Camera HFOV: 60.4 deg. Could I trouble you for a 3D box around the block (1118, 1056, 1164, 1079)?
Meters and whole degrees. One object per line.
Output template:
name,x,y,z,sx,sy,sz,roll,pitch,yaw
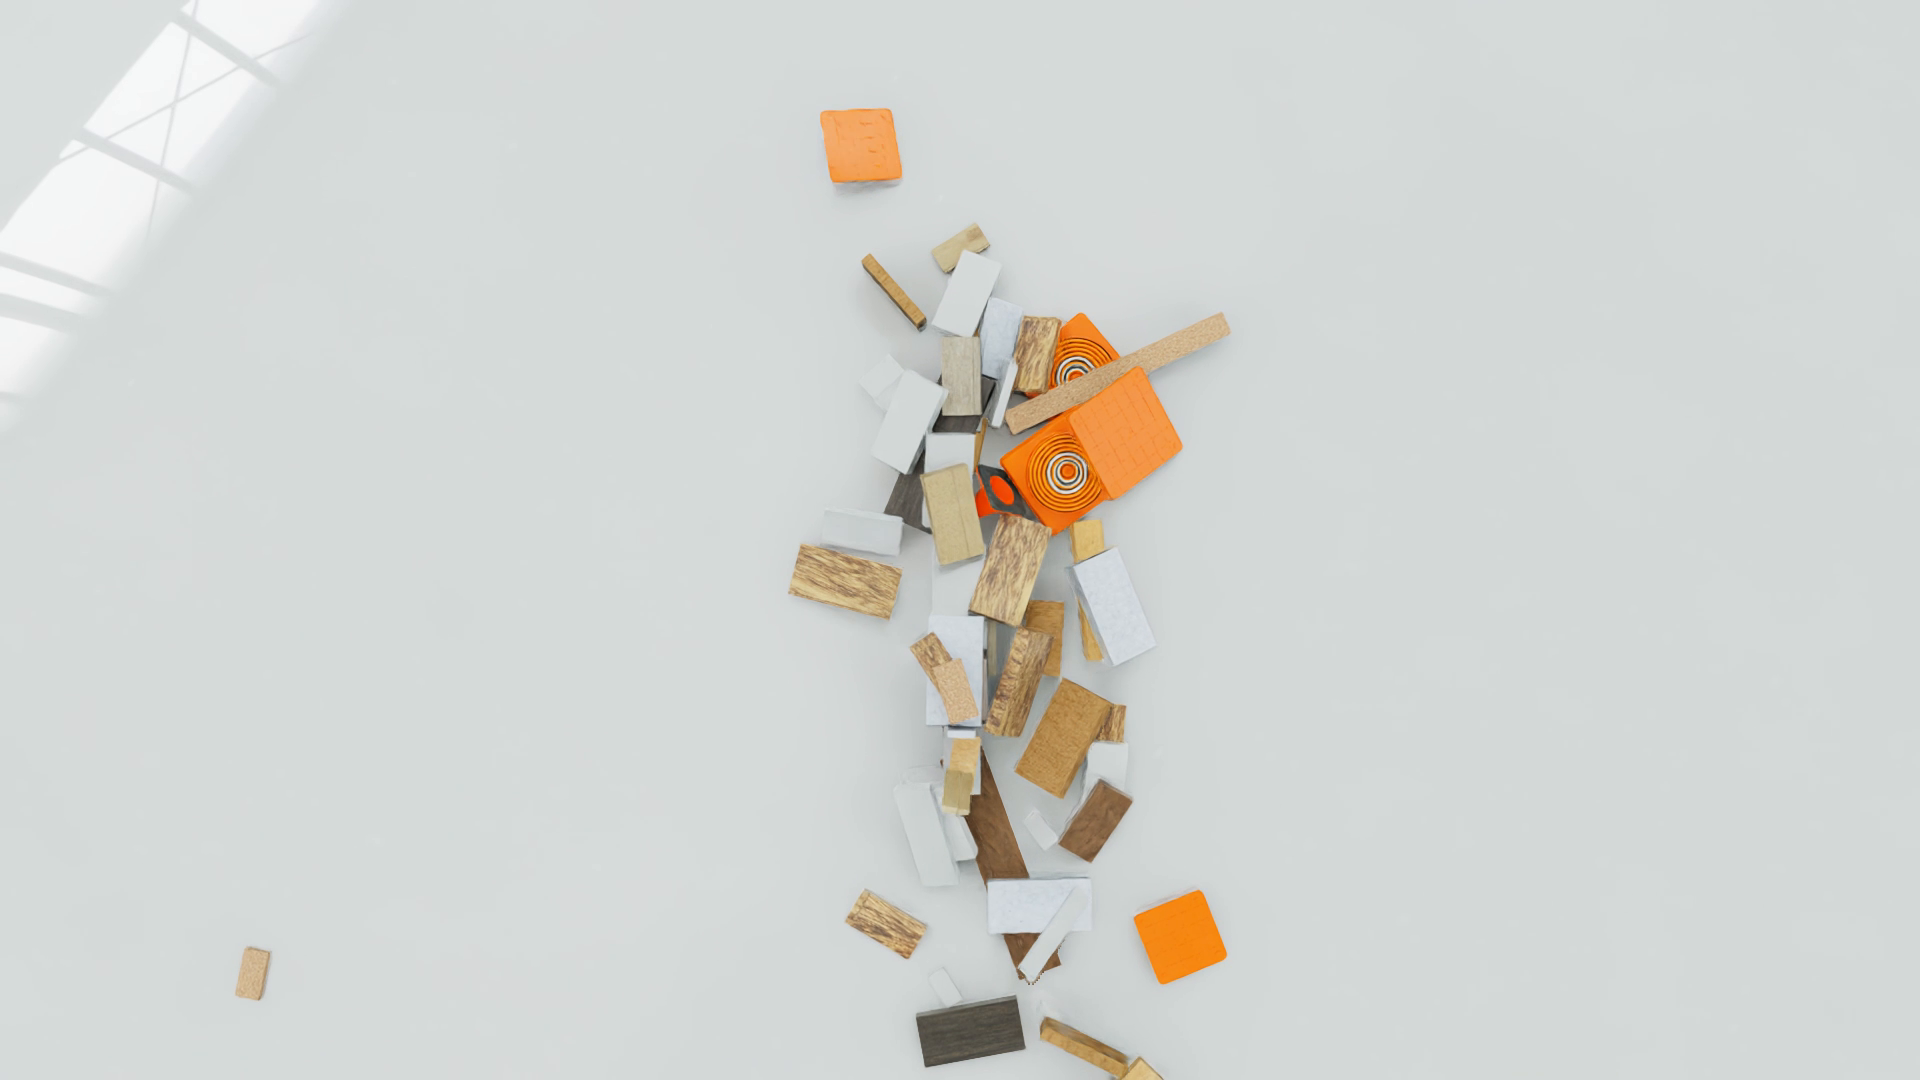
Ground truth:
block,0.695,1.928,5.476,0.428,0.048,0.170,43,90,0

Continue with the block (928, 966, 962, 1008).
block,-0.050,1.490,5.491,0.061,0.017,0.122,-33,90,0

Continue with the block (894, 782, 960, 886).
block,-0.106,0.964,5.382,0.123,0.035,0.392,-7,117,17

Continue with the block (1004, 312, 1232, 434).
block,0.518,-0.550,5.430,0.796,0.023,0.081,-25,94,-2

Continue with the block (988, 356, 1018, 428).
block,0.139,-0.486,5.410,0.030,0.105,0.210,13,109,-12

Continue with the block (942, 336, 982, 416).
block,0.006,-0.531,5.356,0.126,0.036,0.252,0,93,9

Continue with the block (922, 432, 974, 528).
block,-0.038,-0.195,5.369,0.152,0.043,0.304,-2,105,-19

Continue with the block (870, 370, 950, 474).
block,-0.167,-0.384,5.381,0.152,0.043,0.304,30,104,21

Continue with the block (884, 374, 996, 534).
block,-0.067,-0.301,5.424,0.174,0.049,0.541,24,97,7

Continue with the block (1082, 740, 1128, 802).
block,0.478,0.795,5.458,0.128,0.036,0.257,6,98,0

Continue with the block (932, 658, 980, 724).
block,-0.014,0.481,5.251,0.095,0.027,0.191,-18,88,-5

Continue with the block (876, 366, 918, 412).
block,-0.193,-0.490,5.444,0.161,0.023,0.081,-44,85,1

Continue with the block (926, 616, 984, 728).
block,-0.017,0.423,5.325,0.176,0.050,0.353,1,81,0

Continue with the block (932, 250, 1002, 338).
block,0.024,-0.803,5.431,0.138,0.039,0.276,22,82,5

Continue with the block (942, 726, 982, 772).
block,0.006,0.648,5.452,0.121,0.034,0.241,-5,75,1

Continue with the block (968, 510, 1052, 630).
block,0.165,0.098,5.401,0.174,0.049,0.347,20,78,-1

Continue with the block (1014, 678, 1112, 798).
block,0.340,0.653,5.437,0.176,0.050,0.353,27,90,27

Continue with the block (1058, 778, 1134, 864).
block,0.446,0.926,5.439,0.128,0.036,0.257,31,101,-6

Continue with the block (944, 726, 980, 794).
block,0.006,0.707,5.390,0.121,0.034,0.241,0,87,1

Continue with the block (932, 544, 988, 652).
block,-0.001,0.190,5.431,0.176,0.050,0.353,0,75,0

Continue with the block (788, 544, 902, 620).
block,-0.379,0.138,5.475,0.347,0.049,0.174,15,90,0

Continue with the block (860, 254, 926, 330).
block,-0.216,-0.817,5.431,0.039,0.138,0.276,-41,90,0

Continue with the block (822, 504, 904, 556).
block,-0.323,-0.031,5.446,0.257,0.036,0.128,10,121,2

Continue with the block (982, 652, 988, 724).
block,-0.001,0.429,5.412,0.176,0.050,0.353,-1,69,0

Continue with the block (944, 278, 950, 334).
block,-0.005,-0.774,5.487,0.089,0.025,0.177,6,90,0

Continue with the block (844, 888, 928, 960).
block,-0.246,1.276,5.483,0.246,0.035,0.123,31,90,0

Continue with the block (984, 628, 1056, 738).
block,0.195,0.466,5.377,0.050,0.176,0.353,20,92,30

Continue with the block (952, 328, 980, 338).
block,0.011,-0.702,5.462,0.089,0.025,0.177,-13,90,0

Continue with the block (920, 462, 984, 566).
block,-0.023,-0.084,5.357,0.152,0.043,0.304,-17,109,-15

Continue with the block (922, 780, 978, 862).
block,-0.062,0.923,5.396,0.148,0.042,0.296,-12,115,22

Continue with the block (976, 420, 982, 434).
block,0.035,-0.451,5.467,0.092,0.026,0.184,8,80,-1

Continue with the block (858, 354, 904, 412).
block,-0.194,-0.469,5.480,0.138,0.039,0.276,-42,90,0

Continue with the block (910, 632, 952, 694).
block,-0.071,0.398,5.290,0.095,0.027,0.191,-34,82,-5

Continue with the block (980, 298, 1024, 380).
block,0.125,-0.661,5.445,0.126,0.036,0.252,13,90,-41

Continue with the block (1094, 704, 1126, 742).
block,0.490,0.648,5.485,0.105,0.030,0.210,6,90,0

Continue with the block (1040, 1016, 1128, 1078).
block,0.406,1.662,5.414,0.296,0.148,0.042,25,89,4

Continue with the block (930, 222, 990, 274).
block,0.002,-0.971,5.487,0.177,0.025,0.089,-32,90,0

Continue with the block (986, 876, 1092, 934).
block,0.261,1.202,5.434,0.339,0.048,0.170,-1,89,-4

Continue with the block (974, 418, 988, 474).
block,0.029,-0.321,5.487,0.092,0.026,0.184,12,90,0

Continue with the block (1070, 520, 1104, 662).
block,0.442,0.166,5.465,0.105,0.030,0.461,-7,90,-24

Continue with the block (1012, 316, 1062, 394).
block,0.247,-0.612,5.434,0.126,0.036,0.252,7,78,24

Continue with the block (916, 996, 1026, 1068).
block,0.036,1.631,5.476,0.339,0.048,0.170,-10,90,0

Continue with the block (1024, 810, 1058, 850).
block,0.267,0.960,5.453,0.061,0.017,0.122,-44,54,8

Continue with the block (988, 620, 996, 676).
block,0.106,0.350,5.452,0.027,0.095,0.191,-1,90,0

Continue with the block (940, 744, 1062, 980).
block,0.135,1.070,5.479,0.148,0.042,0.771,-20,90,0

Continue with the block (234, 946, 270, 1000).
block,-2.354,1.443,5.489,0.081,0.023,0.161,12,90,0

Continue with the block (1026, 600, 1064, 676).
block,0.277,0.326,5.483,0.123,0.035,0.246,4,90,0

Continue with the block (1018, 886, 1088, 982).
block,0.301,1.248,5.248,0.061,0.423,0.017,50,128,-1

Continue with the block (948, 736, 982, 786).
block,0.011,0.721,5.359,0.087,0.025,0.175,10,88,1

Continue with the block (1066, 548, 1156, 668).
block,0.500,0.220,5.431,0.176,0.050,0.353,-24,94,-25

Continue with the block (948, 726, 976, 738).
block,0.005,0.614,5.289,0.087,0.175,0.025,1,89,1

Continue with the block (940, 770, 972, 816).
block,-0.009,0.804,5.264,0.087,0.175,0.025,9,124,-1
